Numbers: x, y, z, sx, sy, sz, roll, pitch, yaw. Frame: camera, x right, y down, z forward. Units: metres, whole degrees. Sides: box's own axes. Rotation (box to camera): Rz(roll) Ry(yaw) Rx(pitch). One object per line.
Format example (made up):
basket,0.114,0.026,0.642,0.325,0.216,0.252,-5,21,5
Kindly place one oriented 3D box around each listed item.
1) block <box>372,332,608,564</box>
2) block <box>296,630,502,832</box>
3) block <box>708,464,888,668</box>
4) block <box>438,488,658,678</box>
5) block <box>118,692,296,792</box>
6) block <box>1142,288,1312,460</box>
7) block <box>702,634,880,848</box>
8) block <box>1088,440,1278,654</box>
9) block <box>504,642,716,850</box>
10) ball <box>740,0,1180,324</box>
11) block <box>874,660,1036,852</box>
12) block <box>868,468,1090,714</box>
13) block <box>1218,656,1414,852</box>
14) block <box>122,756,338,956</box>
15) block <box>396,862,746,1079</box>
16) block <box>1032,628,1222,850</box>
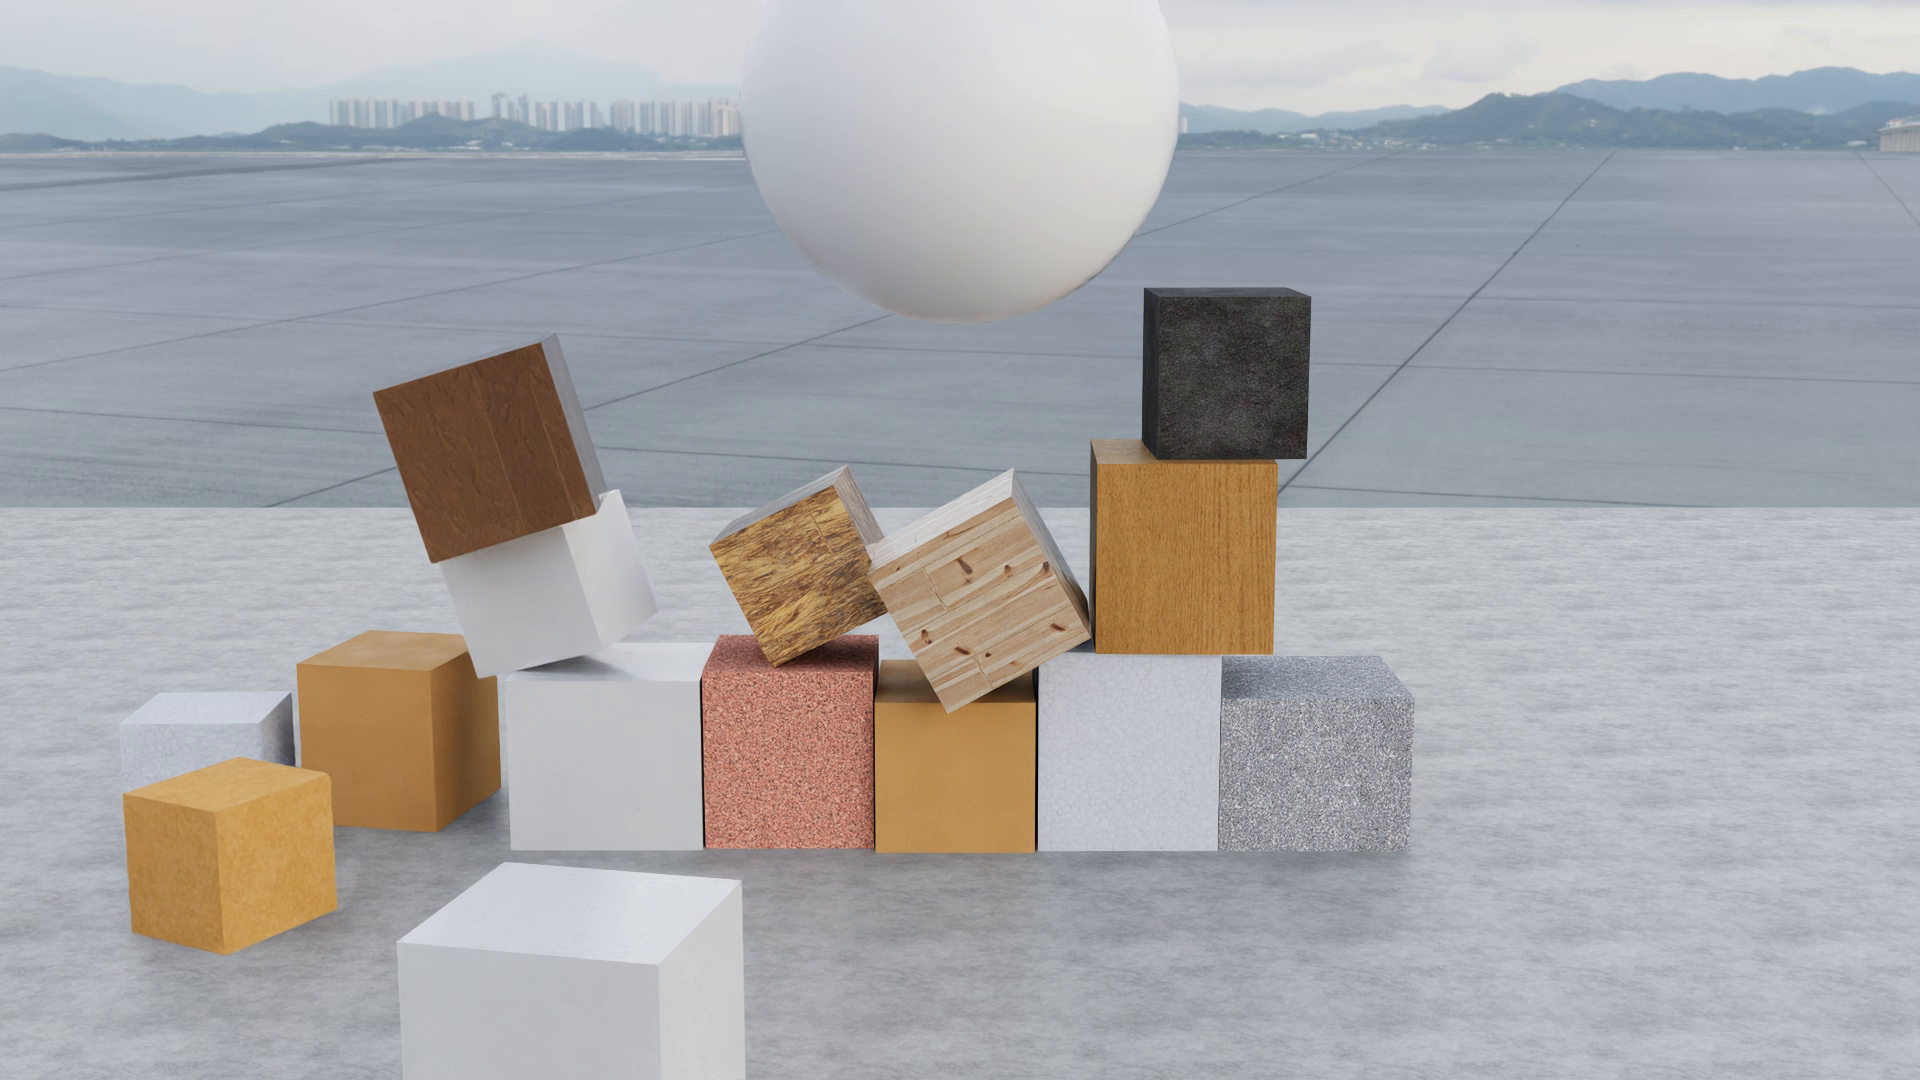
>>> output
block,-2.301,-0.472,10.894,0.829,0.864,0.759,-17,10,-2
block,-2.966,0.998,11.693,0.738,0.852,0.813,2,11,12
block,-0.761,0.122,11.202,0.695,0.689,0.689,-26,8,7
block,-2.104,0.219,11.268,0.732,0.679,0.682,-13,10,20
block,-3.913,1.164,11.491,0.699,0.597,0.648,0,10,-2
block,1.323,-0.847,11.043,0.736,0.795,0.692,0,10,-2
block,-0.855,1.027,11.370,0.846,0.912,0.831,0,10,0
block,1.110,0.017,11.150,0.871,0.943,0.899,0,10,1
block,-1.768,1.050,11.352,0.960,0.872,0.843,0,10,0
ball,0.000,-1.588,8.004,1.600,1.600,1.600,0,10,0
block,-0.024,1.100,11.363,0.794,0.771,0.917,0,10,0
block,0.107,0.237,10.928,0.788,0.789,0.803,-28,9,8
block,1.770,1.088,11.386,0.954,0.785,0.919,0,10,0
block,-3.298,1.416,9.963,0.578,0.649,0.677,6,12,28
block,-1.324,1.713,7.662,0.917,0.888,0.843,2,11,13
block,0.837,0.975,11.358,0.900,1.018,0.896,0,10,0
